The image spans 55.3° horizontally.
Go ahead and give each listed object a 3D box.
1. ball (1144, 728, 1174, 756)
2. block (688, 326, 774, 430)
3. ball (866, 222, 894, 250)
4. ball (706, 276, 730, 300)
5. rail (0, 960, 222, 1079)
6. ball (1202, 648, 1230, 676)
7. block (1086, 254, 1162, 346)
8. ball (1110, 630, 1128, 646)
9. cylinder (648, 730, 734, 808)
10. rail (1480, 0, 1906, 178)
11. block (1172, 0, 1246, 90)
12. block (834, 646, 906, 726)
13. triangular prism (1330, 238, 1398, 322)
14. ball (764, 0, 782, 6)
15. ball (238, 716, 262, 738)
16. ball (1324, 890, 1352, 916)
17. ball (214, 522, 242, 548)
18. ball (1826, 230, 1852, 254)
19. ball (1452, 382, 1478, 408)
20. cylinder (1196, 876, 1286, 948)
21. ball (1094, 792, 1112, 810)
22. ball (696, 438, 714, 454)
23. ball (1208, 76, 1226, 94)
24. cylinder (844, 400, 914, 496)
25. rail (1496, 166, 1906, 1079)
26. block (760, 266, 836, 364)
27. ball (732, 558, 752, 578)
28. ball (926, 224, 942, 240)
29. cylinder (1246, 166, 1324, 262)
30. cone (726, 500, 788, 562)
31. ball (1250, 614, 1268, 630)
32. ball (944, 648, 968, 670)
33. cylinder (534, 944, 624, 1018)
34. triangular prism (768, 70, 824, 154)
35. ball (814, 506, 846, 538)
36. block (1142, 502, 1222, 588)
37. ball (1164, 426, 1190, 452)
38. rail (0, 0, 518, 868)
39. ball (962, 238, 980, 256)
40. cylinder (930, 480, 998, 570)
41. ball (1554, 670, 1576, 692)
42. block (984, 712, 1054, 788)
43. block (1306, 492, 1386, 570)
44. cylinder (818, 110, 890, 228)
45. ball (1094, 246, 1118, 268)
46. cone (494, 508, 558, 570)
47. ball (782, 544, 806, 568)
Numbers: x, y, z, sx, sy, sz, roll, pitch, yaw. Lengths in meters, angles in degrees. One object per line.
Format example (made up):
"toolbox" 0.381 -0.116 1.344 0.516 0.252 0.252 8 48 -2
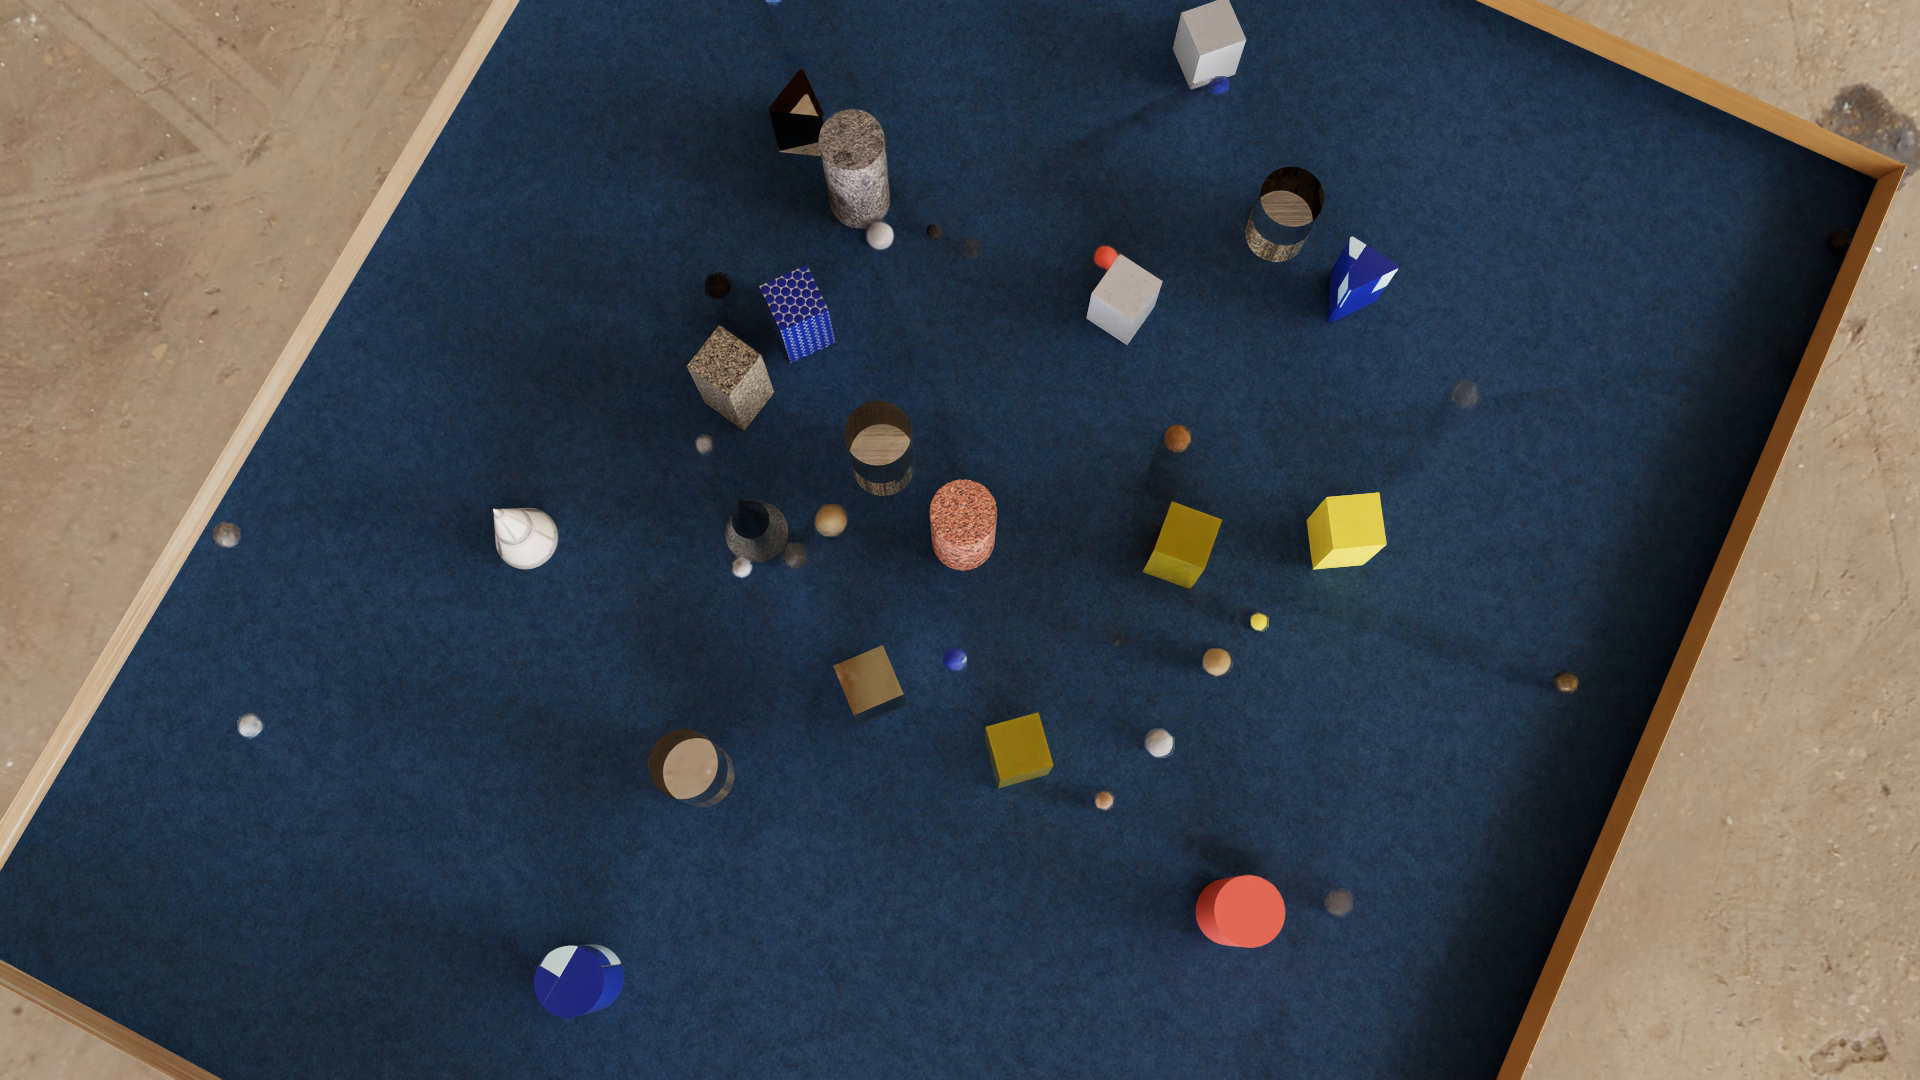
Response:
"ball" 0.591 0.602 5.449 0.085 0.085 0.085 0 78 0
"block" -0.686 -0.483 5.520 0.155 0.386 0.155 36 81 7
"ball" -0.253 -0.959 5.771 0.086 0.086 0.086 0 78 0
"ball" -0.757 -0.792 5.742 0.075 0.075 0.075 0 78 0
"rail" -1.058 2.079 5.121 4.233 0.126 0.045 26 80 5
"ball" 0.769 0.365 5.498 0.084 0.084 0.084 0 78 0
"block" 0.505 -0.739 5.650 0.155 0.234 0.155 34 80 7
"ball" 0.481 0.296 5.529 0.050 0.050 0.050 0 78 0
"cylinder" -0.769 0.662 5.281 0.194 0.389 0.194 0 78 0
"rail" 1.058 -2.065 5.979 4.233 0.126 0.045 26 80 5
"block" 0.790 -1.575 5.820 0.155 0.240 0.155 -20 79 -4
"block" -0.263 0.429 5.386 0.155 0.278 0.155 -23 79 -5
"triangular prism" 1.205 -0.815 5.633 0.168 0.299 0.145 -25 79 -5
"ball" -0.607 -1.770 5.949 0.067 0.067 0.067 0 78 0
"ball" -2.117 0.556 5.467 0.067 0.067 0.067 0 78 0
"ball" 1.106 1.061 5.359 0.075 0.075 0.075 0 78 0
"ball" -2.229 -0.016 5.581 0.076 0.076 0.076 0 78 0
"ball" 2.771 -0.939 5.775 0.070 0.070 0.070 0 78 0
"ball" 1.564 -0.449 5.670 0.076 0.076 0.076 0 78 0
"cylinder" 0.789 1.052 5.190 0.194 0.409 0.194 0 78 0
"ball" 0.425 0.771 5.429 0.055 0.055 0.055 0 78 0
"ball" -0.787 -0.290 5.649 0.054 0.054 0.054 0 78 0
"ball" 0.827 -1.459 5.890 0.057 0.057 0.057 0 78 0
"cylinder" -0.237 -0.270 5.475 0.194 0.386 0.194 0 78 0
"rail" 1.872 0.923 5.360 0.045 0.126 4.779 26 80 5
"block" -0.493 -0.686 5.595 0.155 0.321 0.155 -25 79 -5
"ball" -0.662 0.083 5.568 0.061 0.061 0.061 0 78 0
"ball" -0.083 -0.976 5.793 0.050 0.050 0.050 0 78 0
"cylinder" 1.002 -1.005 5.671 0.194 0.301 0.194 0 78 0
"cone" -0.624 -0.071 5.403 0.194 0.447 0.194 0 78 0
"ball" 0.903 0.247 5.539 0.052 0.052 0.052 0 78 0
"ball" -0.012 0.358 5.507 0.069 0.069 0.069 0 78 0
"cylinder" -1.077 1.248 5.201 0.194 0.307 0.194 0 78 0
"triangular prism" -0.491 -1.341 5.738 0.168 0.305 0.145 6 78 1
"ball" -0.394 -0.057 5.579 0.097 0.097 0.097 0 78 0
"block" 0.657 0.019 5.441 0.155 0.335 0.155 20 79 4
"ball" 0.668 -0.309 5.640 0.079 0.079 0.079 0 78 0
"rail" -1.872 -0.910 5.740 0.045 0.126 4.779 26 80 5
"ball" 0.036 -0.924 5.779 0.057 0.057 0.057 0 78 0
"cylinder" 0.010 -0.041 5.429 0.194 0.384 0.194 0 78 0
"ball" 1.813 0.425 5.495 0.065 0.065 0.065 0 78 0
"block" 0.167 0.613 5.316 0.155 0.341 0.155 -15 79 -3
"block" 1.148 -0.024 5.461 0.155 0.314 0.155 -5 78 -1
"cylinder" -0.319 -1.131 5.615 0.194 0.461 0.194 0 78 0
"ball" 0.459 -0.889 5.764 0.071 0.071 0.071 0 78 0
"cone" -1.328 -0.047 5.416 0.194 0.411 0.194 0 78 0
"ball" -0.507 0.048 5.569 0.073 0.073 0.073 0 78 0
